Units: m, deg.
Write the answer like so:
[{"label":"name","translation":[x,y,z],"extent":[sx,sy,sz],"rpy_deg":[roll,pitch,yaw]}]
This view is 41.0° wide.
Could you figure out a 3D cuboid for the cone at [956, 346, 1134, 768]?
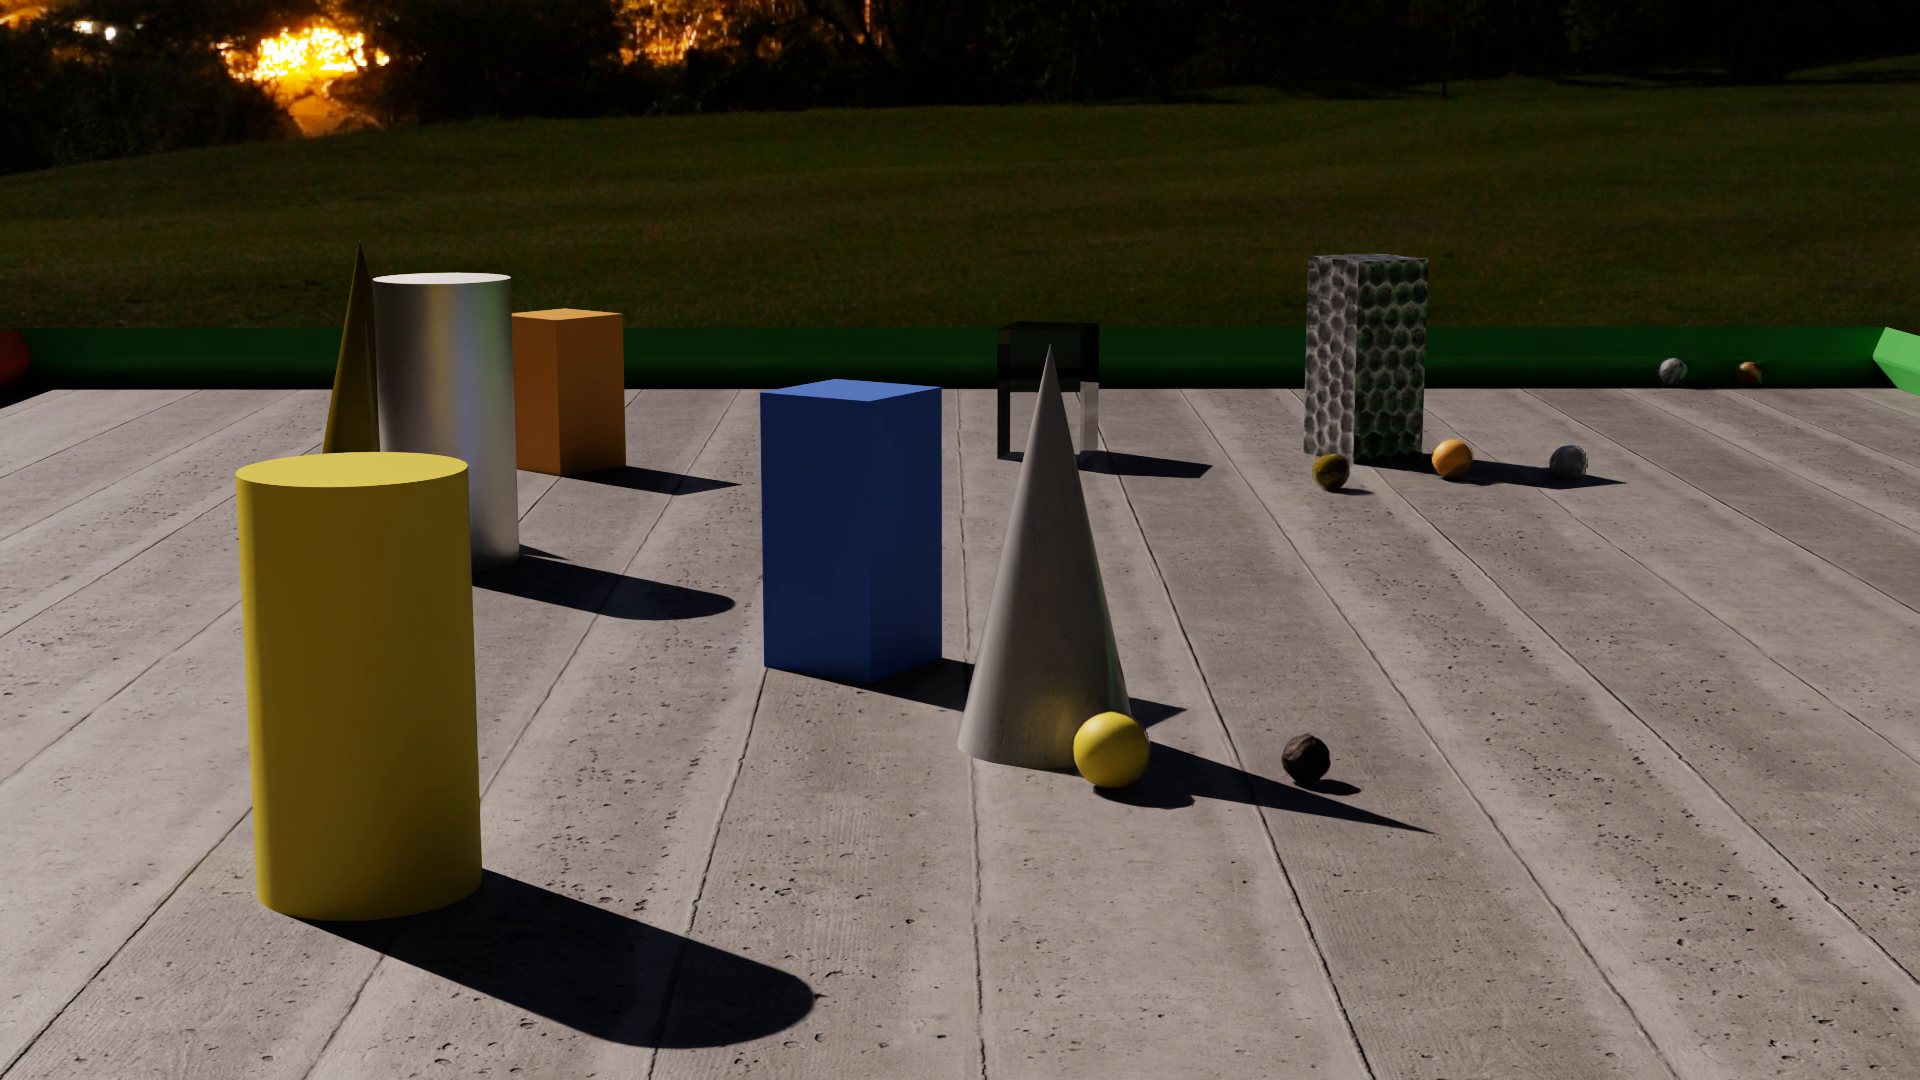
[{"label":"cone","translation":[0.095,0.007,2.750],"extent":[0.198,0.437,0.198],"rpy_deg":[0,10,0]}]

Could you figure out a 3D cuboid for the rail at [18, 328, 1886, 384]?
[{"label":"rail","translation":[-0.014,-0.422,5.907],"extent":[4.313,0.128,0.045],"rpy_deg":[0,10,0]}]

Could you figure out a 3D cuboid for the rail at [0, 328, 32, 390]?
[{"label":"rail","translation":[-2.133,0.035,3.437],"extent":[0.045,0.128,5.047],"rpy_deg":[0,10,0]}]

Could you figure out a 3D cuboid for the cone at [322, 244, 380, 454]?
[{"label":"cone","translation":[-0.954,-0.255,4.119],"extent":[0.198,0.452,0.198],"rpy_deg":[0,10,0]}]

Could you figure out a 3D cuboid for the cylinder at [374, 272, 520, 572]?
[{"label":"cylinder","translation":[-0.757,-0.176,3.786],"extent":[0.198,0.419,0.198],"rpy_deg":[0,10,0]}]

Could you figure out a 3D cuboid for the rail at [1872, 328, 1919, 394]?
[{"label":"rail","translation":[2.133,0.031,3.461],"extent":[0.045,0.128,5.047],"rpy_deg":[0,10,0]}]

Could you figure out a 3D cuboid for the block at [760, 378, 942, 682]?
[{"label":"block","translation":[-0.131,-0.016,3.140],"extent":[0.158,0.339,0.158],"rpy_deg":[7,12,32]}]

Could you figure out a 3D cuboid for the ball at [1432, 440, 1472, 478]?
[{"label":"ball","translation":[0.877,-0.144,4.570],"extent":[0.070,0.070,0.070],"rpy_deg":[0,10,0]}]

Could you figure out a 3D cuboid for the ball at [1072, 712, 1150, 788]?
[{"label":"ball","translation":[0.154,0.214,2.615],"extent":[0.078,0.078,0.078],"rpy_deg":[0,10,0]}]

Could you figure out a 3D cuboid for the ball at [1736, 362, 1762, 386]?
[{"label":"ball","translation":[1.812,-0.382,5.889],"extent":[0.058,0.058,0.058],"rpy_deg":[0,10,0]}]

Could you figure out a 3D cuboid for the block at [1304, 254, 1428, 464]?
[{"label":"block","translation":[0.760,-0.343,4.811],"extent":[0.158,0.373,0.158],"rpy_deg":[-5,12,-27]}]

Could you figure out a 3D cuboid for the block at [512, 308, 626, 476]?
[{"label":"block","translation":[-0.726,-0.273,4.691],"extent":[0.158,0.280,0.158],"rpy_deg":[9,14,40]}]

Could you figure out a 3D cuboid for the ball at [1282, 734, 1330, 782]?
[{"label":"ball","translation":[0.356,0.225,2.637],"extent":[0.049,0.049,0.049],"rpy_deg":[0,10,0]}]

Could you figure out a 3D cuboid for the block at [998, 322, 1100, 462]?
[{"label":"block","translation":[0.167,-0.281,4.837],"extent":[0.158,0.243,0.158],"rpy_deg":[3,11,15]}]

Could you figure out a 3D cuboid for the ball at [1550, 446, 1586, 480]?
[{"label":"ball","translation":[1.078,-0.137,4.555],"extent":[0.062,0.062,0.062],"rpy_deg":[0,10,0]}]

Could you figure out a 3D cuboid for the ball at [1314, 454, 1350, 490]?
[{"label":"ball","translation":[0.646,-0.119,4.454],"extent":[0.063,0.063,0.063],"rpy_deg":[0,10,0]}]

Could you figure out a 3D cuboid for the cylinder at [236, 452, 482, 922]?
[{"label":"cylinder","translation":[-0.530,0.124,2.274],"extent":[0.198,0.379,0.198],"rpy_deg":[0,10,0]}]

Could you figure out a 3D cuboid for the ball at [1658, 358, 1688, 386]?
[{"label":"ball","translation":[1.635,-0.384,5.880],"extent":[0.066,0.066,0.066],"rpy_deg":[0,10,0]}]
